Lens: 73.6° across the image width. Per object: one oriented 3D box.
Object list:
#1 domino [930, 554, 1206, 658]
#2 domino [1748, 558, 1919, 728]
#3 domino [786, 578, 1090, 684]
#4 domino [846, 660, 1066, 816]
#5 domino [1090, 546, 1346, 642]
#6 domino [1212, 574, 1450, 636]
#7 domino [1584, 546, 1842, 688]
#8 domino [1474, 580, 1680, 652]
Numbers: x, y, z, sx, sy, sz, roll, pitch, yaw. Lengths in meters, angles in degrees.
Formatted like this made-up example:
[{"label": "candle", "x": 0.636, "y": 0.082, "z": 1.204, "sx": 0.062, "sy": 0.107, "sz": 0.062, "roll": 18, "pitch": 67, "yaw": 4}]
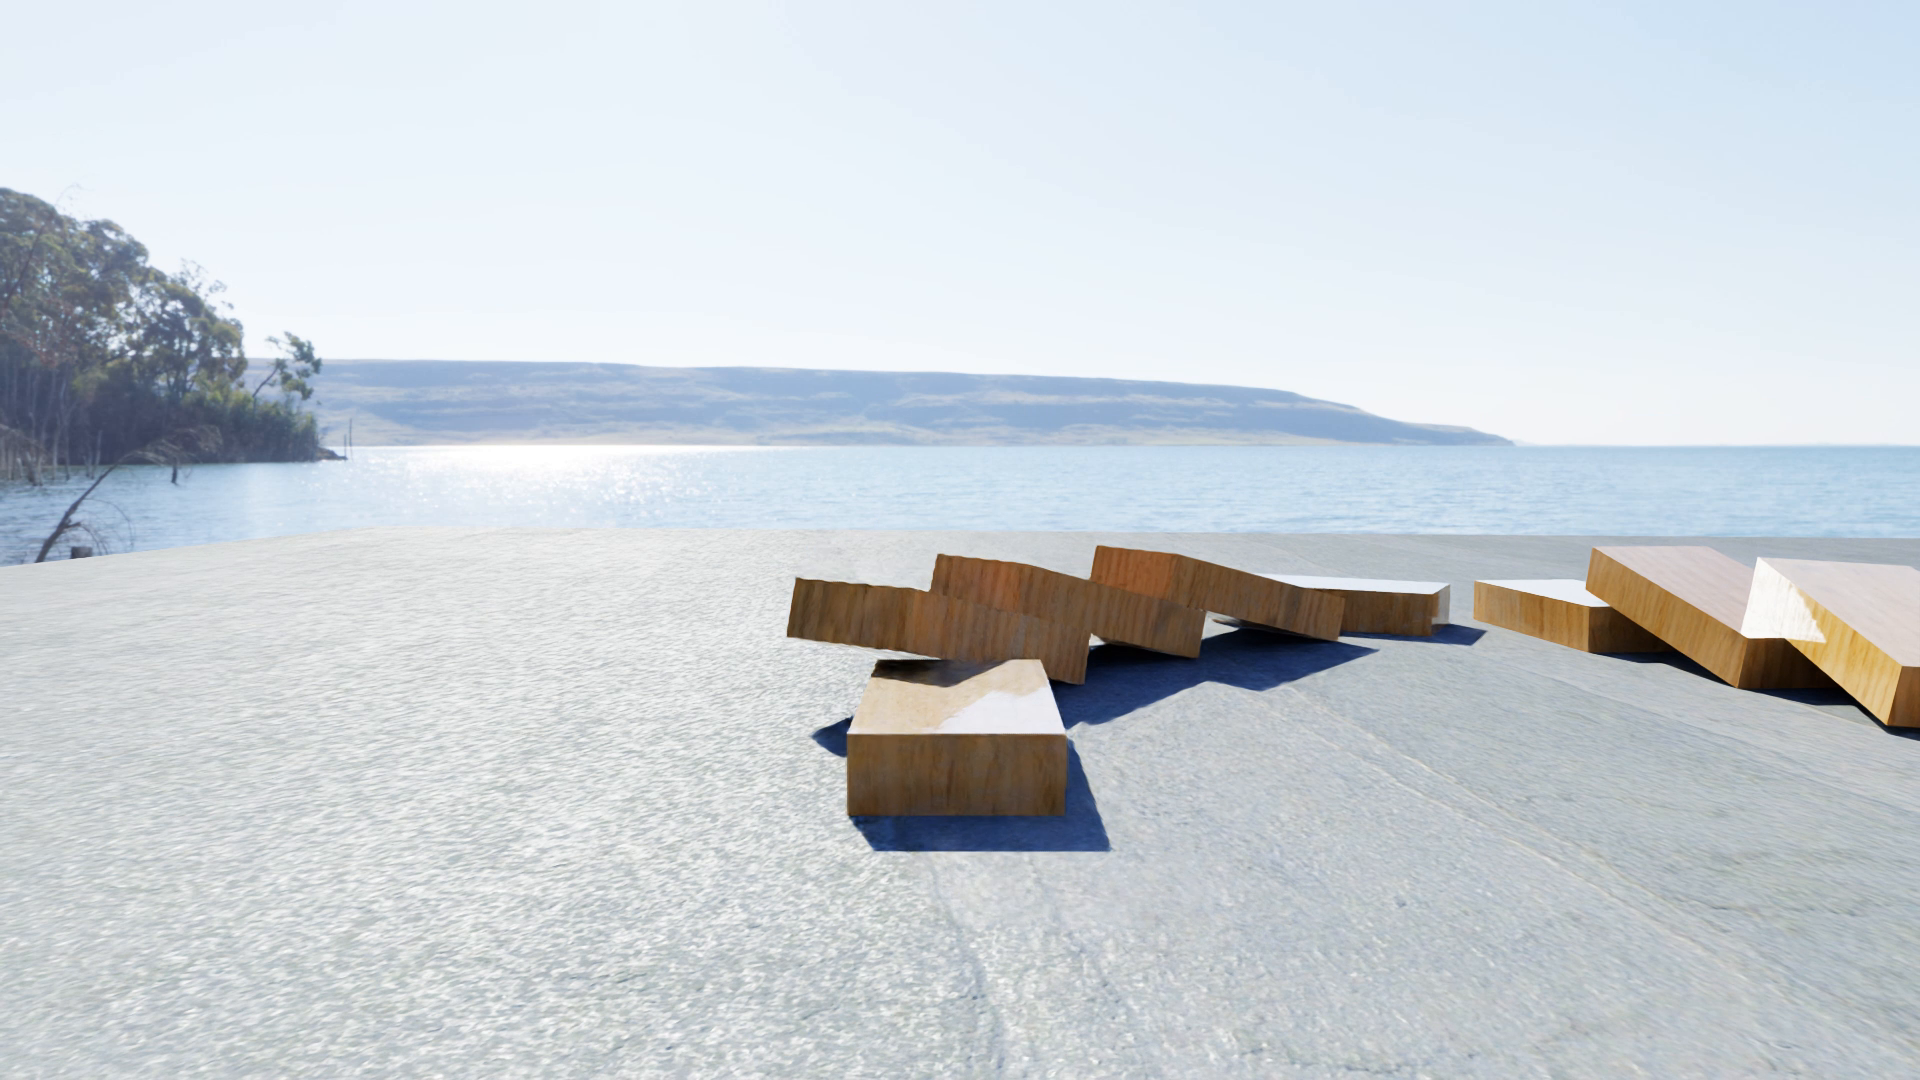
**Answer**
[{"label": "domino", "x": 0.021, "y": 0.013, "z": 0.249, "sx": 0.050, "sy": 0.010, "sz": 0.025, "roll": 15, "pitch": -6, "yaw": -39}, {"label": "domino", "x": 0.153, "y": 0.016, "z": 0.209, "sx": 0.025, "sy": 0.009, "sz": 0.050, "roll": 4, "pitch": 18, "yaw": 9}, {"label": "domino", "x": -0.002, "y": 0.016, "z": 0.216, "sx": 0.025, "sy": 0.009, "sz": 0.050, "roll": 3, "pitch": -8, "yaw": 38}, {"label": "domino", "x": 0.000, "y": 0.025, "z": 0.172, "sx": 0.025, "sy": 0.009, "sz": 0.050, "roll": 0, "pitch": 4, "yaw": 0}, {"label": "domino", "x": 0.055, "y": 0.012, "z": 0.273, "sx": 0.050, "sy": 0.010, "sz": 0.025, "roll": 14, "pitch": -4, "yaw": -33}, {"label": "domino", "x": 0.088, "y": 0.015, "z": 0.306, "sx": 0.050, "sy": 0.010, "sz": 0.025, "roll": 2, "pitch": 5, "yaw": 29}, {"label": "domino", "x": 0.146, "y": 0.014, "z": 0.246, "sx": 0.025, "sy": 0.009, "sz": 0.050, "roll": 0, "pitch": 18, "yaw": -4}, {"label": "domino", "x": 0.139, "y": 0.016, "z": 0.287, "sx": 0.025, "sy": 0.009, "sz": 0.050, "roll": 0, "pitch": 4, "yaw": -4}]
